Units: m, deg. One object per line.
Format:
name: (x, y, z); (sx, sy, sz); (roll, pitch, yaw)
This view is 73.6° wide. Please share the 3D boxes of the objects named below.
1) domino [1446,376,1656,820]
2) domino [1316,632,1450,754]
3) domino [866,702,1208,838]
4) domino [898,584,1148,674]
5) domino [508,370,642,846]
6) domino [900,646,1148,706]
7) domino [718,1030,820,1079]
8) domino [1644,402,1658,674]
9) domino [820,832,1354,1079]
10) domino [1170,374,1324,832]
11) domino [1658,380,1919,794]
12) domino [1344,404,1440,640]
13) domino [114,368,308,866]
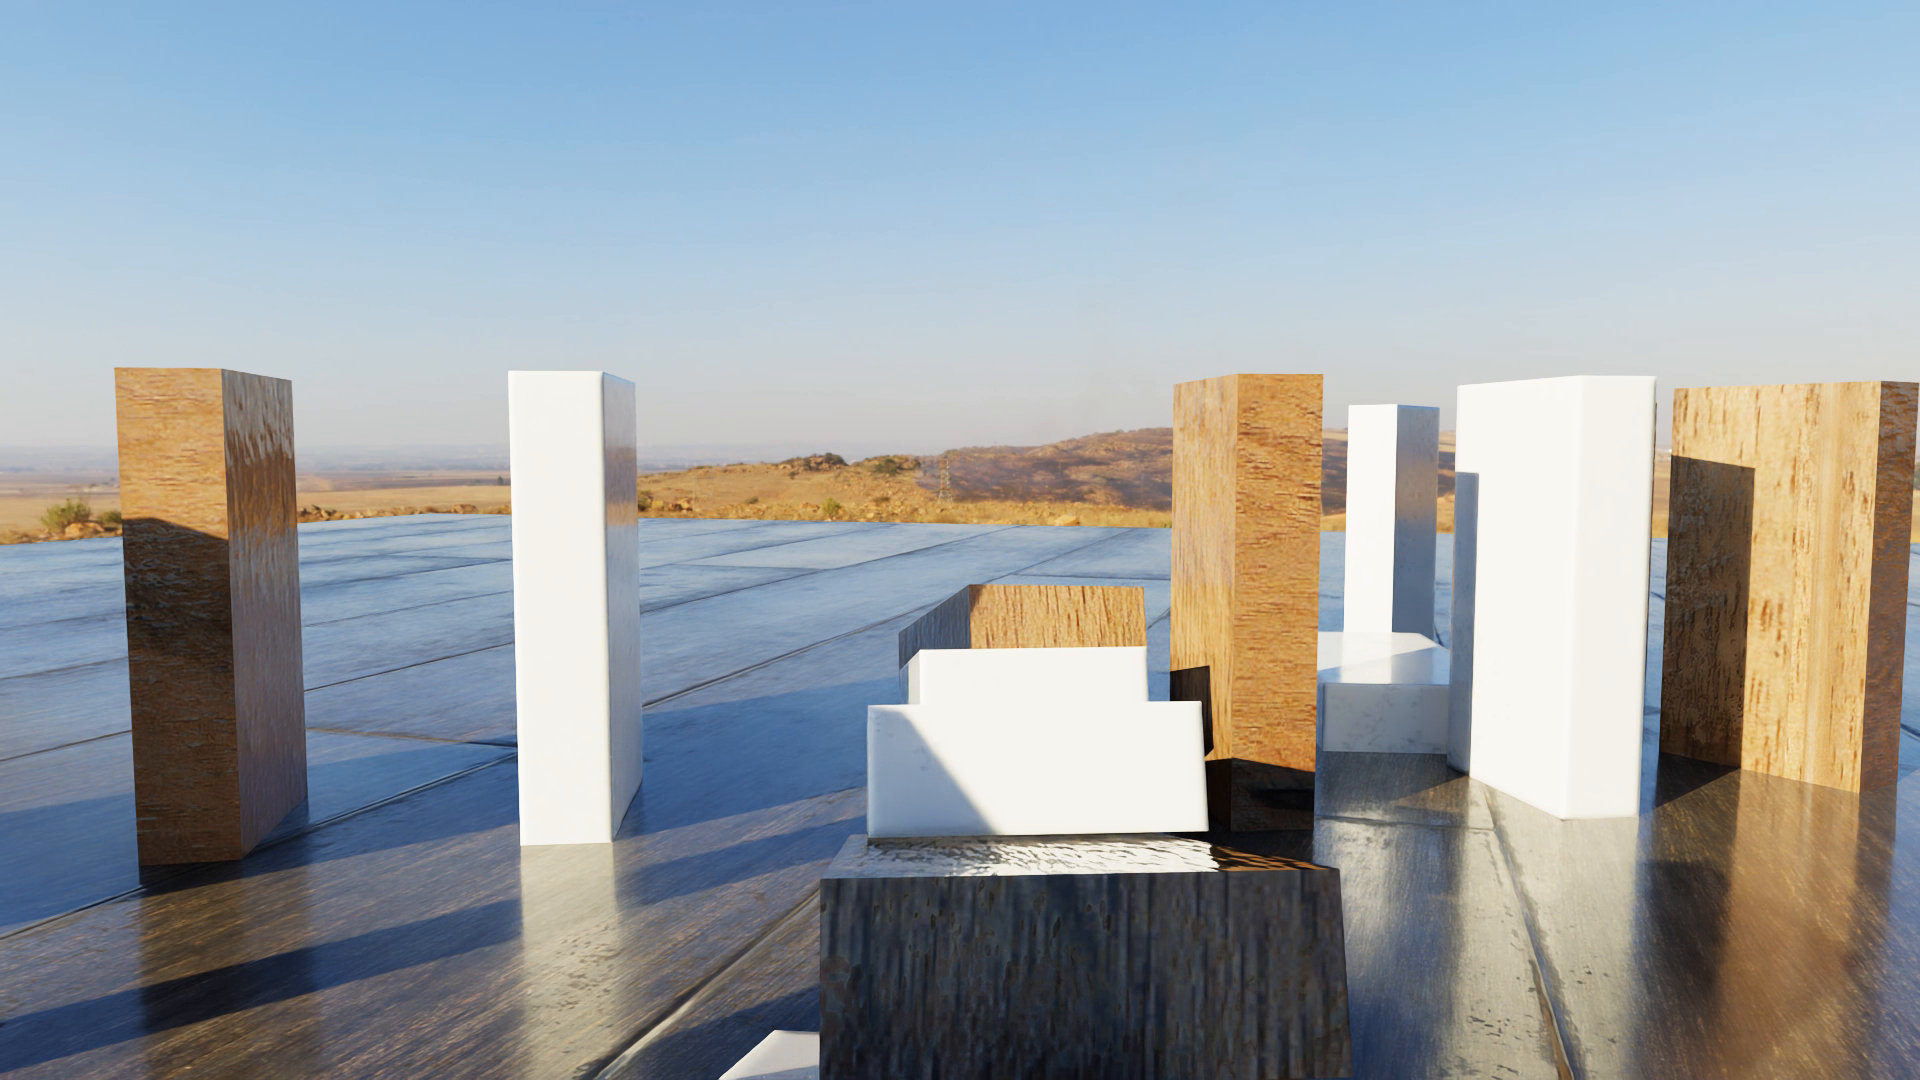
domino: (0.071, 0.006, 0.156); (0.009, 0.050, 0.025); (-1, 4, -9)
domino: (0.065, 0.023, 0.201); (0.025, 0.009, 0.050); (0, 4, 6)
domino: (0.004, 0.022, 0.119); (0.025, 0.009, 0.050); (0, -12, -4)
domino: (0.008, 0.016, 0.198); (0.025, 0.010, 0.050); (1, -12, -14)
domino: (-0.043, 0.007, 0.147); (0.009, 0.050, 0.025); (0, 4, -7)
domino: (0.006, 0.020, 0.164); (0.025, 0.009, 0.050); (0, -8, -5)
domino: (0.000, 0.028, 0.047); (0.025, 0.009, 0.050); (0, -10, 5)
domino: (0.114, 0.000, 0.233); (0.025, 0.050, 0.010); (-3, 5, -34)
domino: (0.005, 0.025, 0.085); (0.025, 0.010, 0.050); (0, -11, -3)
domino: (0.033, 0.006, 0.152); (0.009, 0.050, 0.025); (0, 4, -6)
domino: (0.107, 0.005, 0.168); (0.009, 0.050, 0.025); (-3, 5, -31)
domino: (0.088, -0.002, 0.260); (0.010, 0.050, 0.025); (3, 5, 38)
domino: (-0.081, 0.007, 0.141); (0.009, 0.050, 0.025); (-1, 4, -13)
